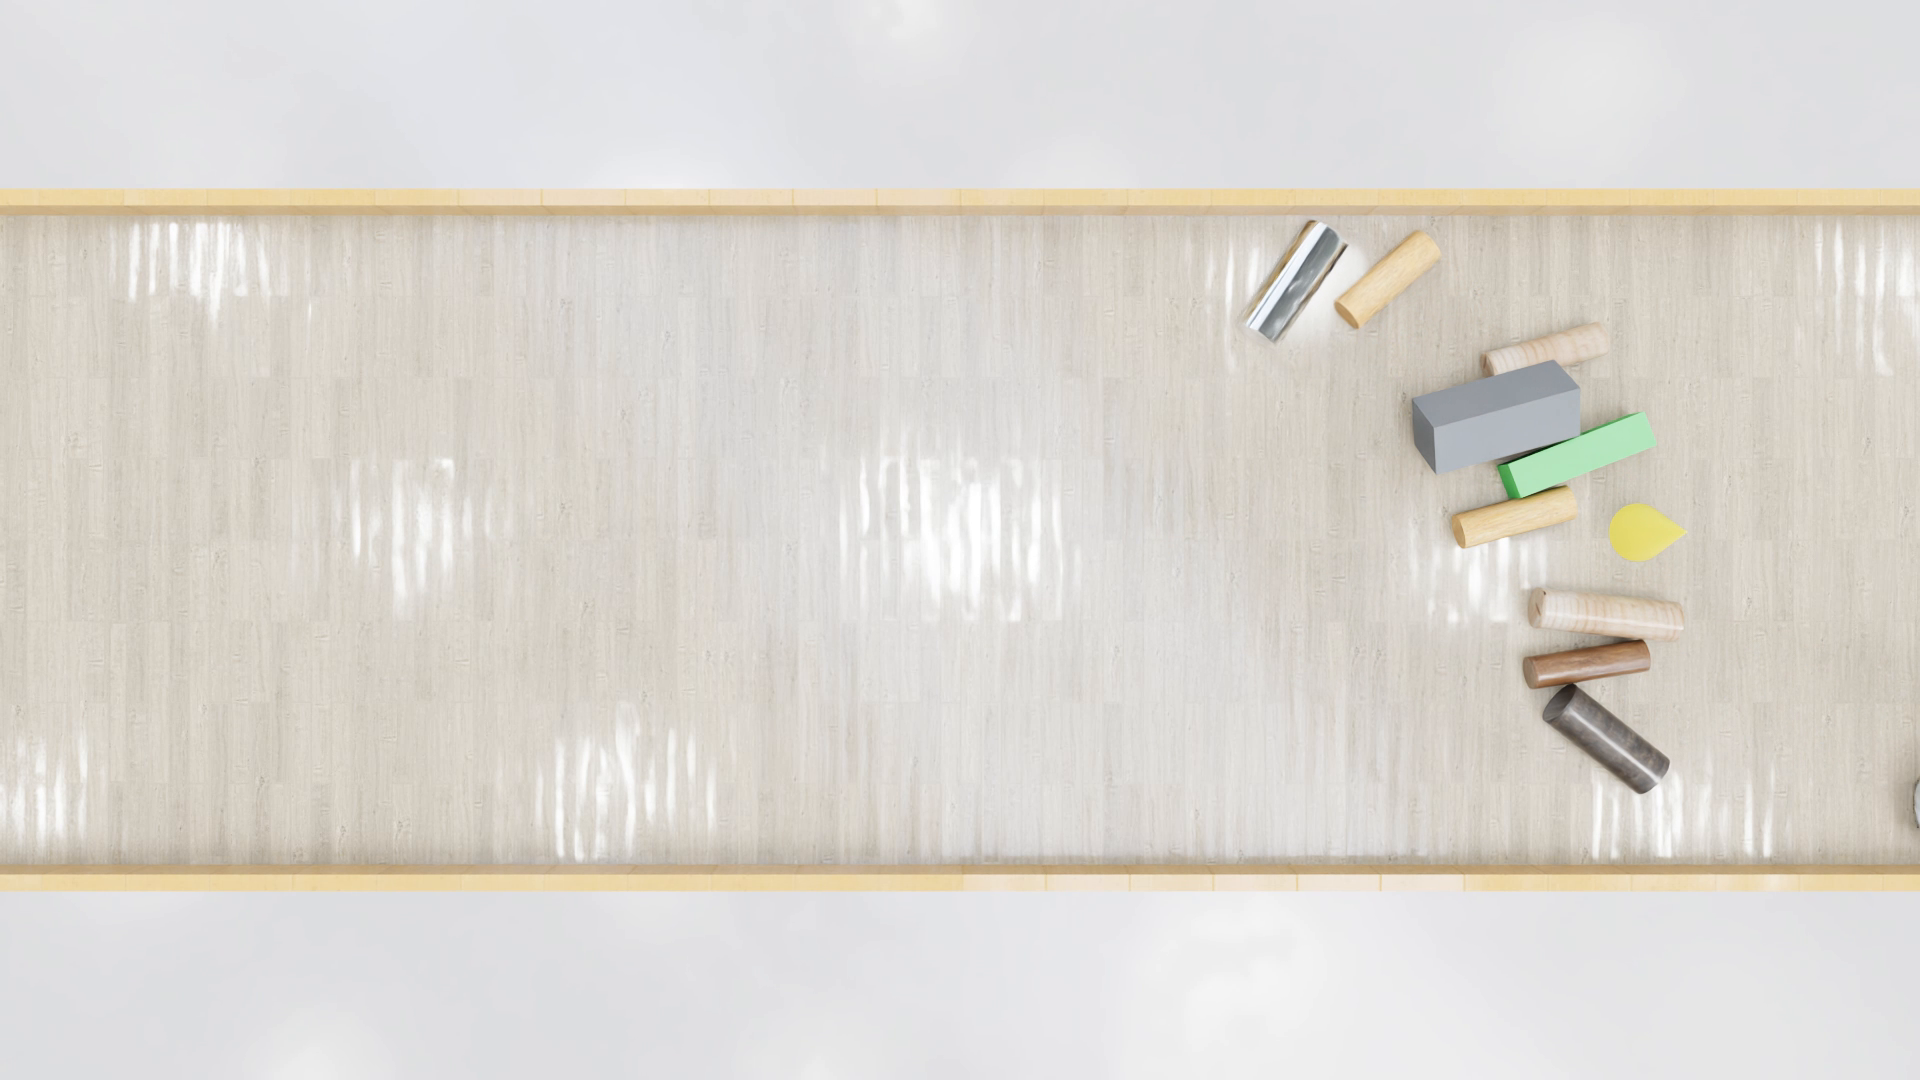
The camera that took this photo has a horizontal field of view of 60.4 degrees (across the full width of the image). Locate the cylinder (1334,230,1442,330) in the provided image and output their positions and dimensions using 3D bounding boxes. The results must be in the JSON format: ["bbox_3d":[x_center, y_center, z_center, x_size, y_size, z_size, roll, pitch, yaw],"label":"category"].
[{"bbox_3d":[1.302,-0.791,5.021,0.329,0.111,0.111,-41,90,0],"label":"cylinder"}]

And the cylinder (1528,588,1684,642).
[{"bbox_3d":[1.962,0.228,5.014,0.425,0.125,0.125,6,90,0],"label":"cylinder"}]

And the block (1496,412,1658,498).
[{"bbox_3d":[1.876,-0.257,5.022,0.440,0.109,0.109,-21,90,0],"label":"block"}]

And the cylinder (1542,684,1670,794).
[{"bbox_3d":[1.959,0.603,5.005,0.360,0.144,0.144,38,90,0],"label":"cylinder"}]

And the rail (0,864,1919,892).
[{"bbox_3d":[-2.247,1.025,5.001,12.000,0.150,0.050,0,90,0],"label":"rail"}]

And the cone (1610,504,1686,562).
[{"bbox_3d":[2.087,-0.023,4.903,0.180,0.347,0.180,0,90,0],"label":"cone"}]

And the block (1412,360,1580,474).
[{"bbox_3d":[1.609,-0.370,4.956,0.446,0.173,0.173,-15,126,0],"label":"block"}]

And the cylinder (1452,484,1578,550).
[{"bbox_3d":[1.687,-0.070,5.023,0.350,0.108,0.108,-15,90,0],"label":"cylinder"}]

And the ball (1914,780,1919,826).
[{"bbox_3d":[3.046,0.793,4.888,0.377,0.377,0.377,0,90,0],"label":"ball"}]

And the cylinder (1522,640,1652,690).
[{"bbox_3d":[1.909,0.379,5.026,0.354,0.101,0.101,-9,90,0],"label":"cylinder"}]

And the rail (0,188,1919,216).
[{"bbox_3d":[-2.247,-1.025,5.002,12.000,0.150,0.050,0,90,0],"label":"rail"}]

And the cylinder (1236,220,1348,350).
[{"bbox_3d":[1.007,-0.773,5.003,0.147,0.147,0.376,35,90,0],"label":"cylinder"}]

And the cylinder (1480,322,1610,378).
[{"bbox_3d":[1.780,-0.566,5.023,0.361,0.106,0.106,-16,90,0],"label":"cylinder"}]
